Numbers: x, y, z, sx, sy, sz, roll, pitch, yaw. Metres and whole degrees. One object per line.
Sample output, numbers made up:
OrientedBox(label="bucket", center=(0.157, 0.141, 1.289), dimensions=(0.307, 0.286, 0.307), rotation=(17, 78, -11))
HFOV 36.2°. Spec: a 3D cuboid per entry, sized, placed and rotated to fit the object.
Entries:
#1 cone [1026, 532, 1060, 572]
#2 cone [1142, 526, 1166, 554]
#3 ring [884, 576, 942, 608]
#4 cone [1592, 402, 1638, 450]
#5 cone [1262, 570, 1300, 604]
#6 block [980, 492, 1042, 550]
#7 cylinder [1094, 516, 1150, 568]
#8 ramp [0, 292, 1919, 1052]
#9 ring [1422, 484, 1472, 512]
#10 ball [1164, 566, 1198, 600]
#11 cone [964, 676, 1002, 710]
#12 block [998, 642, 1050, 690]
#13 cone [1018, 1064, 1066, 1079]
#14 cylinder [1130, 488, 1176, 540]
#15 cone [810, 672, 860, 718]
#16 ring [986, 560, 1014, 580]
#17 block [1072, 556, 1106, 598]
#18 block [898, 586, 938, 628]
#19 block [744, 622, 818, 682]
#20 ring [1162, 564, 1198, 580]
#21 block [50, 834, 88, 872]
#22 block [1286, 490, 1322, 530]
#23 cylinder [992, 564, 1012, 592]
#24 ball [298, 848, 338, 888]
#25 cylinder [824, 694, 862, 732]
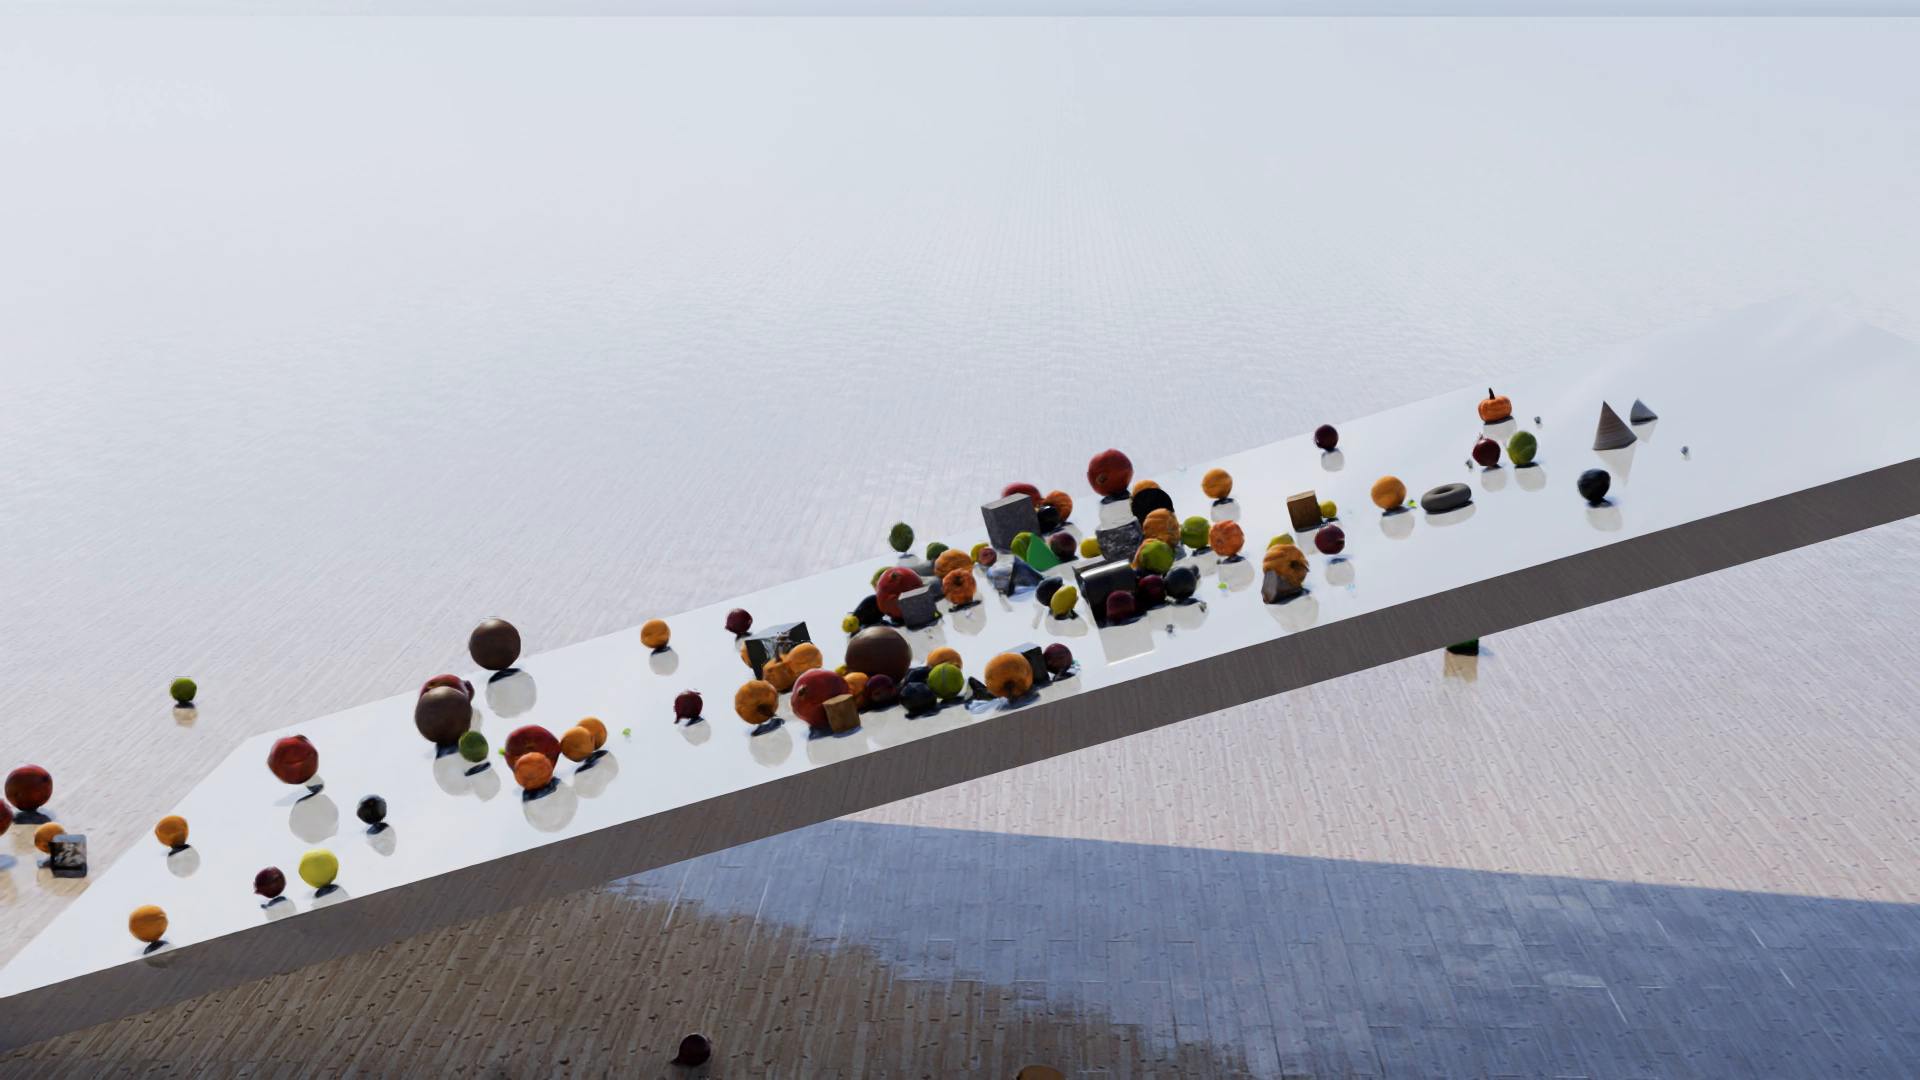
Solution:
OrientedBox(label="cone", center=(0.173, 0.019, 6.563), dimensions=(0.085, 0.085, 0.085), rotation=(-16, 10, 3))
OrientedBox(label="cone", center=(0.409, -0.006, 6.381), dimensions=(0.057, 0.057, 0.057), rotation=(-20, 10, 3))
OrientedBox(label="ring", center=(-0.104, 0.118, 6.601), dimensions=(0.139, 0.046, 0.139), rotation=(-15, 10, 3))
OrientedBox(label="cone", center=(1.334, -0.243, 6.040), dimensions=(0.095, 0.095, 0.095), rotation=(-16, 10, 3))
OrientedBox(label="cone", center=(0.616, 0.094, 5.577), dimensions=(0.065, 0.065, 0.065), rotation=(8, 8, -20))
OrientedBox(label="block", center=(0.121, -0.045, 6.961), dimensions=(0.100, 0.100, 0.100), rotation=(-19, 10, -14))
OrientedBox(label="cylinder", center=(0.346, 0.010, 6.292), dimensions=(0.096, 0.096, 0.096), rotation=(-16, 10, 3))
OrientedBox(label="ramp", center=(0.092, 0.186, 6.319), dimensions=(4.000, 0.100, 2.000), rotation=(-16, 10, 5))
OrientedBox(label="ring", center=(0.982, -0.086, 5.940), dimensions=(0.104, 0.035, 0.104), rotation=(-17, 11, 3))
OrientedBox(label="ball", center=(0.436, 0.085, 5.814), dimensions=(0.066, 0.066, 0.066), rotation=(0, 11, 0))
OrientedBox(label="cone", center=(0.049, 0.289, 5.447), dimensions=(0.067, 0.067, 0.067), rotation=(9, 9, -10))
OrientedBox(label="block", center=(0.119, 0.237, 5.511), dimensions=(0.066, 0.066, 0.066), rotation=(-20, 10, -15))
OrientedBox(label="cone", center=(0.137, 1.004, 5.228), dimensions=(0.099, 0.099, 0.099), rotation=(3, 38, 17))
OrientedBox(label="cylinder", center=(0.423, -0.054, 6.428), dimensions=(0.090, 0.090, 0.090), rotation=(2, -24, 11))
OrientedBox(label="cone", center=(-0.241, 0.310, 5.776), dimensions=(0.094, 0.094, 0.094), rotation=(9, 10, -7))
OrientedBox(label="ring", center=(0.103, 0.068, 6.574), dimensions=(0.092, 0.031, 0.092), rotation=(-15, 10, 3))
OrientedBox(label="block", center=(0.277, 0.077, 6.130), dimensions=(0.065, 0.065, 0.065), rotation=(-17, 10, -2))
OrientedBox(label="block", center=(-0.091, 0.145, 6.366), dimensions=(0.066, 0.066, 0.066), rotation=(-16, 10, 8))
OrientedBox(label="block", center=(-0.380, 0.238, 6.250), dimensions=(0.096, 0.096, 0.096), rotation=(-9, 12, 37))
OrientedBox(label="ring", center=(0.449, 0.070, 5.998), dimensions=(0.078, 0.026, 0.078), rotation=(-16, 11, 3))
OrientedBox(label="block", center=(-2.030, 0.712, 6.697), dimensions=(0.066, 0.066, 0.066), rotation=(-1, 11, -4))
OrientedBox(label="block", center=(0.722, -0.063, 6.172), dimensions=(0.061, 0.061, 0.061), rotation=(-15, 10, 10))
OrientedBox(label="cylinder", center=(0.104, 0.081, 6.435), dimensions=(0.052, 0.052, 0.052), rotation=(-13, 6, 20))
OrientedBox(label="ball", center=(-1.219, 0.623, 5.590), dimensions=(0.075, 0.075, 0.075), rotation=(0, 11, 0))
OrientedBox(label="cylinder", center=(-0.224, 0.330, 5.597), dimensions=(0.058, 0.058, 0.058), rotation=(-16, 10, 3))
